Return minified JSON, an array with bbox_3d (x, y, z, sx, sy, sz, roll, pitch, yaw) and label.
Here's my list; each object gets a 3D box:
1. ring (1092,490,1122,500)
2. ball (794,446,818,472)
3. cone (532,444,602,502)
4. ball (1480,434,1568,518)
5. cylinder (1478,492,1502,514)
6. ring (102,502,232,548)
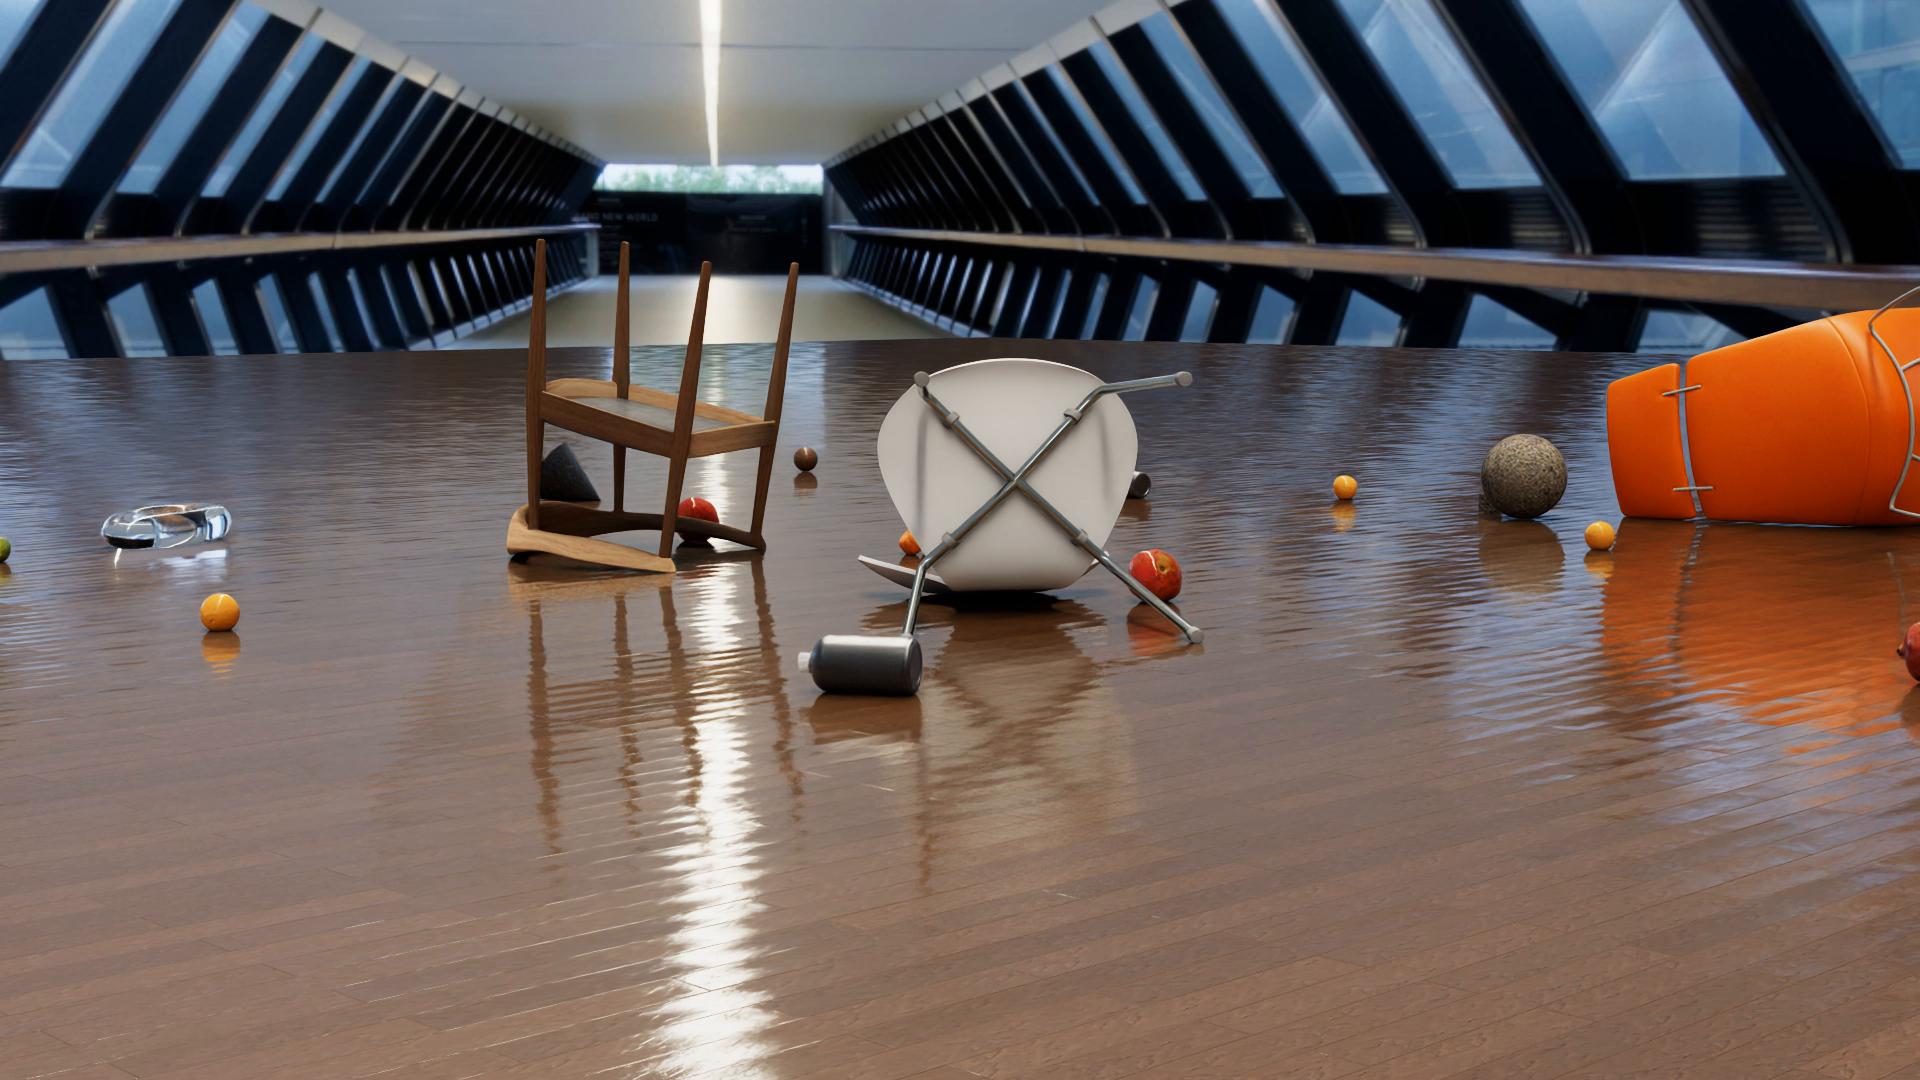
[{"bbox_3d":[0.436,-0.133,7.564,0.089,0.029,0.116,-1,5,4],"label":"ring"},{"bbox_3d":[-0.521,-0.273,8.657,0.083,0.083,0.083,0,6,0],"label":"ball"},{"bbox_3d":[-1.125,-0.157,7.527,0.176,0.188,0.251,30,-1,8],"label":"cone"},{"bbox_3d":[1.532,-0.173,6.967,0.231,0.231,0.231,0,6,0],"label":"ball"},{"bbox_3d":[1.479,-0.103,7.156,0.064,0.052,0.075,2,6,16],"label":"cylinder"},{"bbox_3d":[-1.957,-0.036,6.343,0.220,0.088,0.426,3,7,20],"label":"ring"}]
